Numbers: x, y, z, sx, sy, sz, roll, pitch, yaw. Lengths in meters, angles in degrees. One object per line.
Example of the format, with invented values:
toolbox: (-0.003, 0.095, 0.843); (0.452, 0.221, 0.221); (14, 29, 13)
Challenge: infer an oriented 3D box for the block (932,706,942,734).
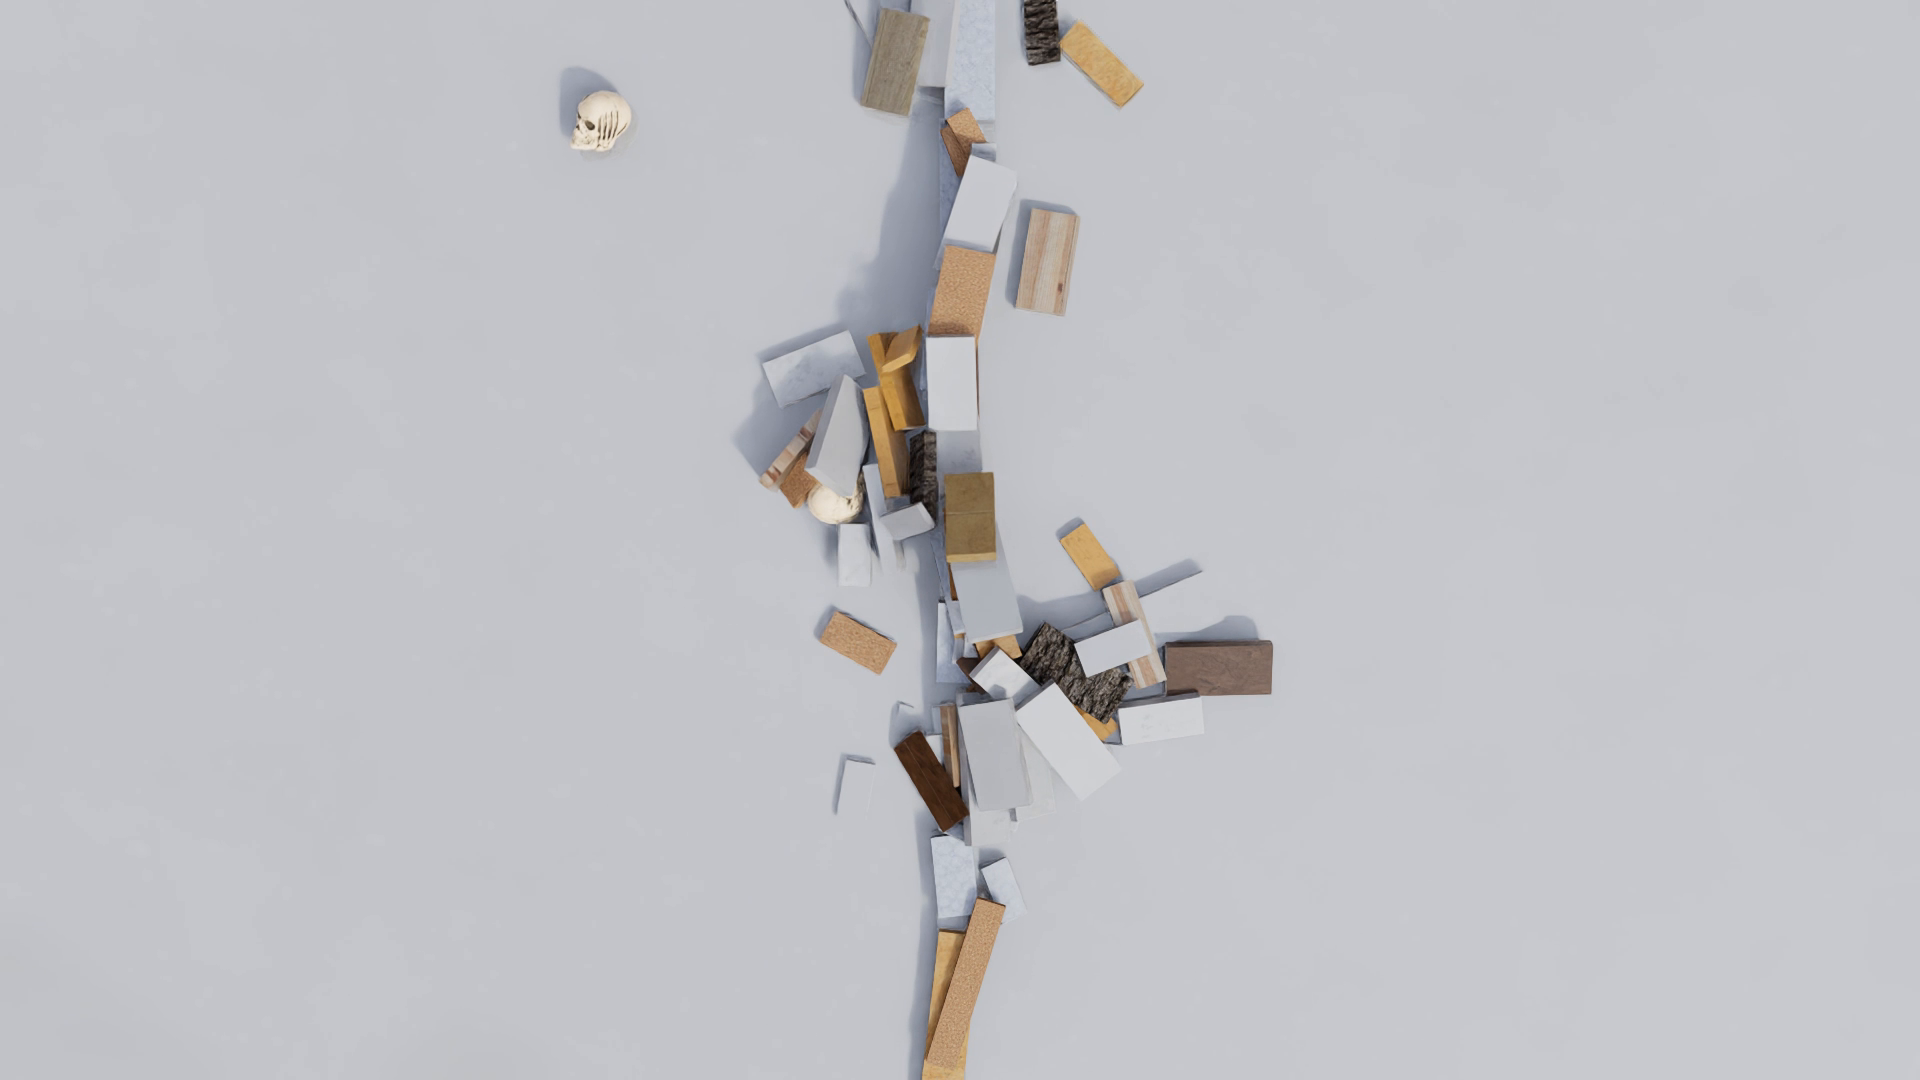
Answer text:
block: (-0.048, 0.625, 5.468); (0.076, 0.021, 0.151); (-6, 90, 0)

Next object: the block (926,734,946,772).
block: (-0.065, 0.717, 5.447); (0.076, 0.021, 0.151); (-9, 93, 0)

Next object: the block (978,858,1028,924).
block: (0.143, 1.163, 5.468); (0.098, 0.028, 0.196); (-21, 90, -23)

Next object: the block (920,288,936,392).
block: (-0.034, -0.641, 5.328); (0.164, 0.046, 0.328); (5, 90, 0)

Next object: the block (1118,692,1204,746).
block: (0.664, 0.591, 5.456); (0.274, 0.039, 0.137); (-8, 111, 1)

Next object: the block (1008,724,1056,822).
block: (0.218, 0.756, 5.405); (0.152, 0.043, 0.304); (-9, 90, -29)

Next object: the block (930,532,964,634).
block: (0.004, 0.127, 5.270); (0.130, 0.037, 0.336); (-13, 70, -3)

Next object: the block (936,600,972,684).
block: (-0.006, 0.336, 5.447); (0.137, 0.039, 0.275); (2, 105, 0)

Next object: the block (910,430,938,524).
block: (-0.119, -0.190, 5.348); (0.043, 0.153, 0.307); (3, 83, -18)

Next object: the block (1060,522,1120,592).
block: (0.432, 0.057, 5.485); (0.103, 0.029, 0.207); (-35, 90, 0)

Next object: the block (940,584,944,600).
block: (0.003, 0.154, 5.440); (0.137, 0.039, 0.275); (2, 104, 0)

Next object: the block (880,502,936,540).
block: (-0.167, -0.060, 5.245); (0.026, 0.184, 0.092); (-44, 108, -39)

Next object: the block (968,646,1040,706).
block: (0.161, 0.471, 5.360); (0.130, 0.037, 0.260); (-47, 118, -2)

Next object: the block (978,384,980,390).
block: (0.004, -0.609, 5.461); (0.113, 0.032, 0.225); (-2, 102, 0)

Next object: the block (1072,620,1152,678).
block: (0.499, 0.354, 5.390); (0.233, 0.033, 0.117); (-20, 86, -6)

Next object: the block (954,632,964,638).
block: (0.041, 0.179, 5.366); (0.137, 0.039, 0.275); (-4, 103, 0)

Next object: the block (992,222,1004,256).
block: (0.074, -1.082, 5.404); (0.145, 0.041, 0.290); (9, 101, -14)

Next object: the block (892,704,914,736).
block: (-0.190, 0.598, 5.493); (0.048, 0.014, 0.095); (17, 90, 0)

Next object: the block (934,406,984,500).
block: (-0.005, -0.283, 5.334); (0.149, 0.042, 0.299); (-5, 68, 1)

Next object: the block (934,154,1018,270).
block: (0.051, -1.029, 5.308); (0.164, 0.046, 0.376); (19, 98, -1)

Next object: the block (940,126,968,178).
block: (0.001, -1.287, 5.428); (0.081, 0.023, 0.163); (-23, 104, 0)

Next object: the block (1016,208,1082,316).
block: (0.293, -0.921, 5.477); (0.165, 0.047, 0.330); (9, 90, 0)

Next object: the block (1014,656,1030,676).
block: (0.196, 0.456, 5.445); (0.070, 0.020, 0.140); (7, 73, -31)

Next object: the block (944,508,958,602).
block: (0.034, 0.038, 5.214); (0.149, 0.042, 0.299); (-5, 70, 0)

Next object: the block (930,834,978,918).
block: (-0.017, 1.105, 5.444); (0.133, 0.038, 0.266); (-6, 90, 0)

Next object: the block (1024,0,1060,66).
block: (0.272, -1.687, 5.471); (0.103, 0.029, 0.207); (-5, 90, 17)

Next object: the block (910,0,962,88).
block: (-0.090, -1.652, 5.403); (0.160, 0.045, 0.320); (10, 97, 26)

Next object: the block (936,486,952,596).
block: (0.018, -0.009, 5.276); (0.149, 0.042, 0.367); (-8, 70, -1)

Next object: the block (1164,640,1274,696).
block: (0.854, 0.424, 5.450); (0.347, 0.049, 0.174); (-1, 108, 0)

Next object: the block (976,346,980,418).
block: (-0.005, -0.536, 5.439); (0.134, 0.038, 0.267); (-1, 104, 0)

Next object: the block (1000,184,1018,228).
block: (0.066, -1.043, 5.350); (0.145, 0.041, 0.290); (21, 98, -2)

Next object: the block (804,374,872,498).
block: (-0.379, -0.339, 5.349); (0.179, 0.051, 0.358); (38, 55, -39)

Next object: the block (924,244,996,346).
block: (0.002, -0.764, 5.279); (0.164, 0.046, 0.328); (12, 91, 0)

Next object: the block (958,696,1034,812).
block: (0.116, 0.693, 5.327); (0.174, 0.049, 0.348); (-11, 92, 21)

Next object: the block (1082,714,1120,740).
block: (0.445, 0.584, 5.488); (0.082, 0.023, 0.165); (-39, 90, 0)

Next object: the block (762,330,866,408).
block: (-0.484, -0.568, 5.478); (0.307, 0.043, 0.153); (-22, 90, 0)

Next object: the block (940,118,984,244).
block: (0.006, -1.123, 5.479); (0.145, 0.041, 0.547); (0, 90, 0)
